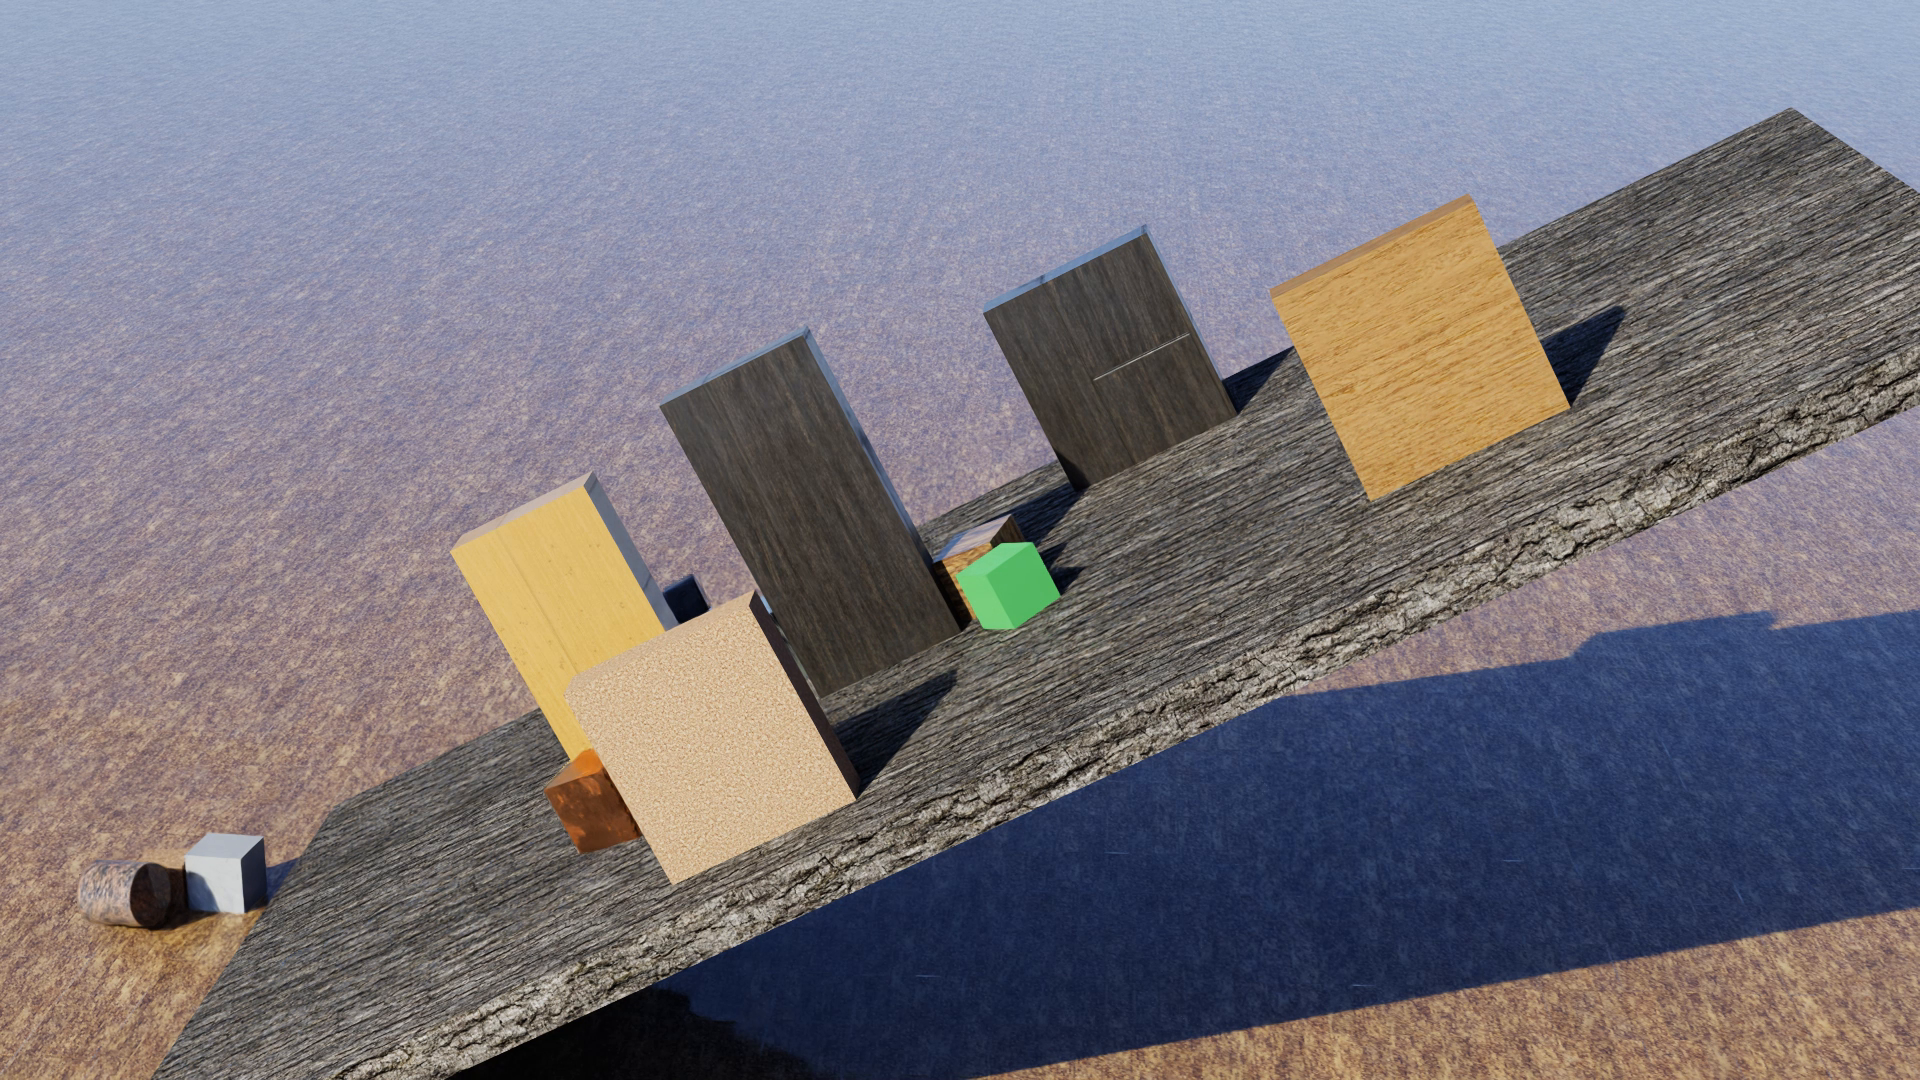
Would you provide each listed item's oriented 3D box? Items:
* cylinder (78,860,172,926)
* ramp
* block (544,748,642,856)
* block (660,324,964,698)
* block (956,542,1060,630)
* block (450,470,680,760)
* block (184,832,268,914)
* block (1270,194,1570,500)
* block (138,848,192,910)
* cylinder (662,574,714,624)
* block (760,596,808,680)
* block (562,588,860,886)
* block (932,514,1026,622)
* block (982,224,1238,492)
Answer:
[{"bbox_3d":[-2.002,0.846,7.051,0.153,0.153,0.153,0,15,24],"label":"cylinder"},{"bbox_3d":[0.139,0.168,6.281,4.000,0.100,2.000,-26,14,10],"label":"ramp"},{"bbox_3d":[-0.724,0.526,6.090,0.162,0.162,0.162,-19,16,31],"label":"block"},{"bbox_3d":[-0.309,-0.055,6.220,0.339,0.720,0.096,-26,14,10],"label":"block"},{"bbox_3d":[0.100,0.095,6.131,0.131,0.131,0.131,-35,15,-25],"label":"block"},{"bbox_3d":[-0.853,0.185,6.689,0.345,0.584,0.127,-26,14,10],"label":"block"},{"bbox_3d":[-1.796,0.815,7.202,0.143,0.143,0.143,3,17,9],"label":"block"},{"bbox_3d":[0.881,-0.368,5.641,0.418,0.444,0.091,-26,14,10],"label":"block"},{"bbox_3d":[-1.945,0.831,7.201,0.114,0.114,0.114,0,17,-1],"label":"block"},{"bbox_3d":[-0.681,0.216,7.065,0.196,0.196,0.196,-28,20,-2],"label":"cylinder"},{"bbox_3d":[-0.369,0.208,6.545,0.171,0.171,0.171,-23,14,18],"label":"block"},{"bbox_3d":[-0.467,0.375,5.576,0.397,0.429,0.105,-26,14,10],"label":"block"},{"bbox_3d":[0.059,0.060,6.301,0.148,0.148,0.148,-21,15,28],"label":"block"},{"bbox_3d":[0.348,-0.418,6.788,0.417,0.475,0.108,-26,14,10],"label":"block"}]
